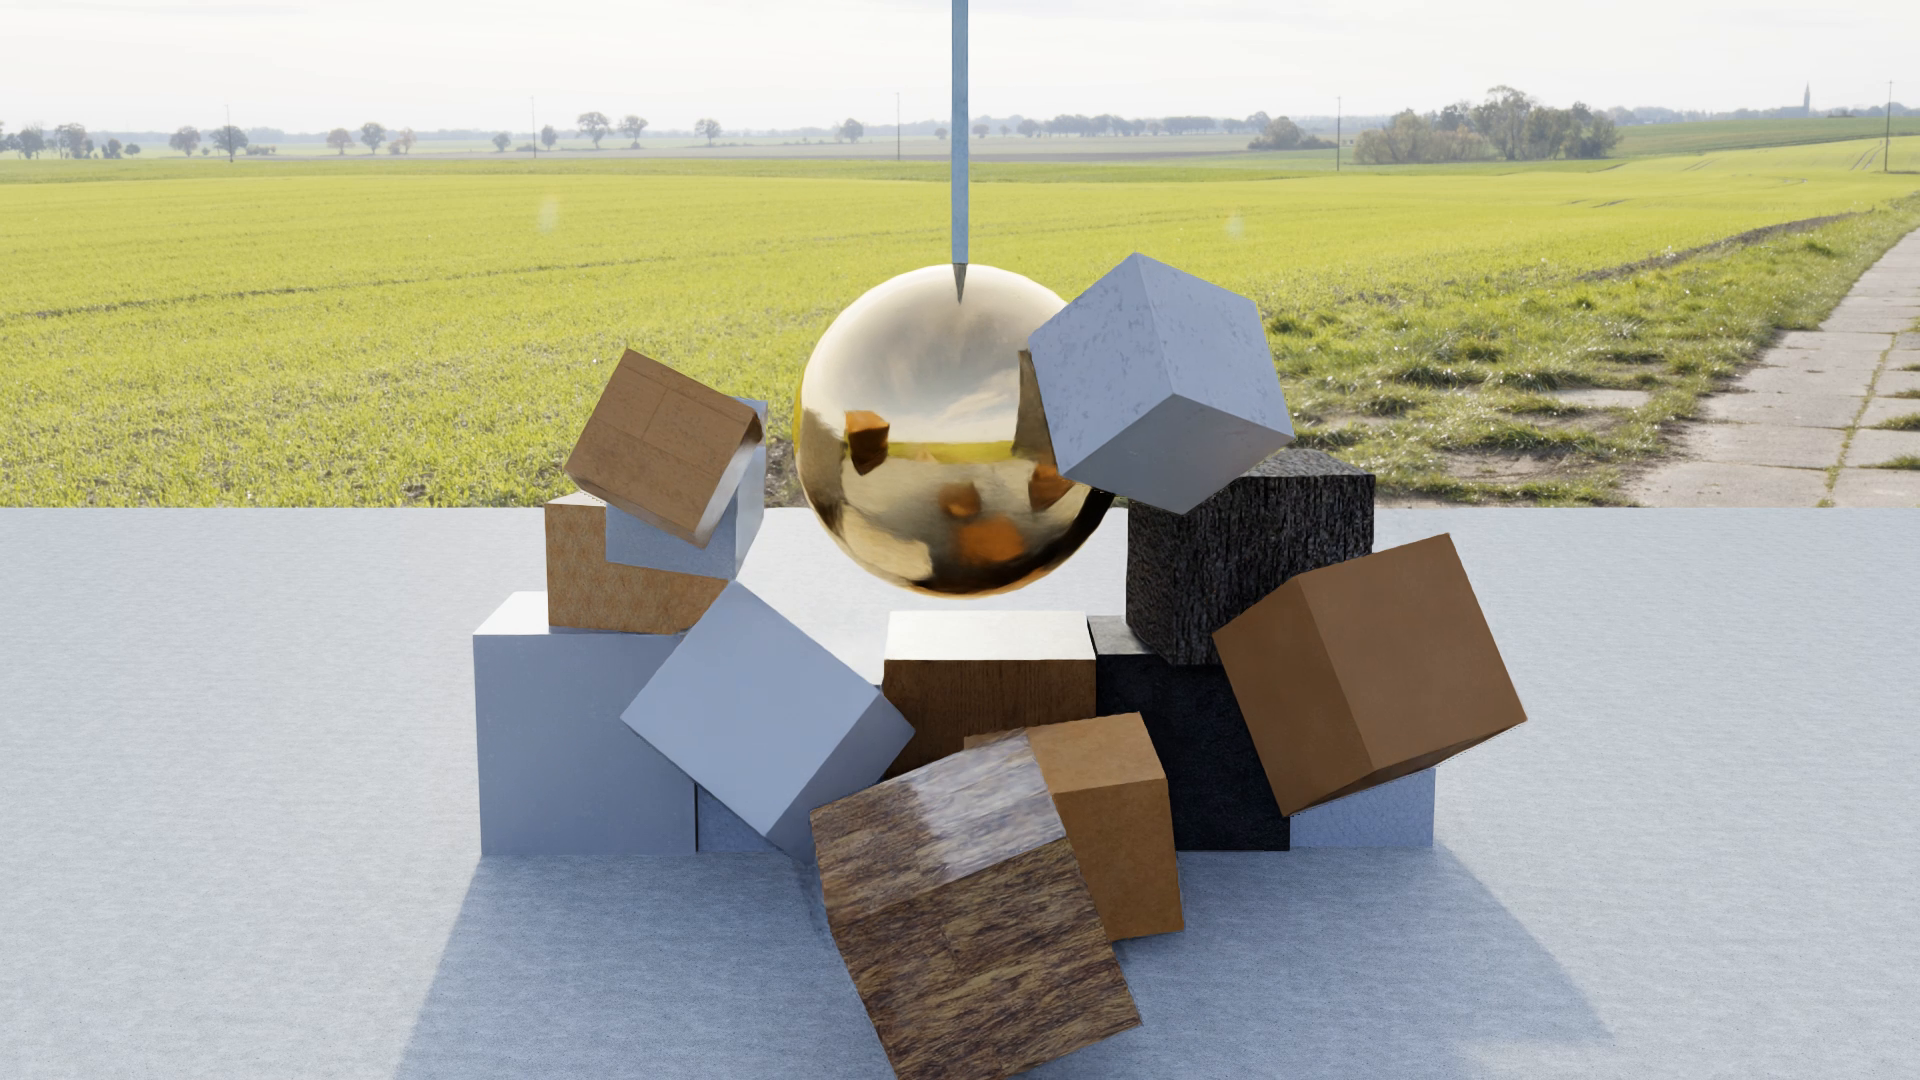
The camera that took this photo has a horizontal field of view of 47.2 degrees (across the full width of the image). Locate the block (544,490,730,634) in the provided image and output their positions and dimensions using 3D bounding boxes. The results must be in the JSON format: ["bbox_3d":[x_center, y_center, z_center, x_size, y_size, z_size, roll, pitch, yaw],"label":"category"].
[{"bbox_3d":[-1.612,0.077,11.129,0.676,0.619,0.739,3,11,18],"label":"block"}]

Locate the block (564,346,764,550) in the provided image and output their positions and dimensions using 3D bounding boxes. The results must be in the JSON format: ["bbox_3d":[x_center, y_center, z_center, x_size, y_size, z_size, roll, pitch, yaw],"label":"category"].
[{"bbox_3d":[-1.264,-0.384,9.474,0.607,0.579,0.566,26,-8,2],"label":"block"}]

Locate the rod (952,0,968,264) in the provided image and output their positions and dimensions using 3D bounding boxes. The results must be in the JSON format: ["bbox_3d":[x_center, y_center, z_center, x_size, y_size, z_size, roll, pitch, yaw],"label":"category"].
[{"bbox_3d":[0.000,-3.901,10.203,0.080,5.200,0.080,0,4,0],"label":"rod"}]

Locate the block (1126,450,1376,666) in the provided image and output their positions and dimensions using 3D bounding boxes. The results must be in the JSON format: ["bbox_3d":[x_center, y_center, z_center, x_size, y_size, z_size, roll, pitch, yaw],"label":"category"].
[{"bbox_3d":[1.431,0.064,11.018,0.987,0.908,0.945,-1,10,-9],"label":"block"}]

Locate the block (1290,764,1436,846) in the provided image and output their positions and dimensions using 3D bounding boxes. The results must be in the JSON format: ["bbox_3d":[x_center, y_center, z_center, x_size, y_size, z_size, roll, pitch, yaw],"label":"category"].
[{"bbox_3d":[2.016,1.109,11.398,0.731,0.740,0.777,0,10,0],"label":"block"}]

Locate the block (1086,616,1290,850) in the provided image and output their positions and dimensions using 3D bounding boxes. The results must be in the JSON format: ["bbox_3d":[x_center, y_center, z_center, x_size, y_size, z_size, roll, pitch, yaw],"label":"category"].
[{"bbox_3d":[1.162,0.977,11.361,0.968,1.007,0.920,0,10,0],"label":"block"}]

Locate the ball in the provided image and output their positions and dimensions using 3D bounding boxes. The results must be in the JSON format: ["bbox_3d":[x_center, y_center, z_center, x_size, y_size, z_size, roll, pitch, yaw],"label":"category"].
[{"bbox_3d":[0.000,-0.511,10.470,1.600,1.600,1.600,0,10,0],"label":"ball"}]

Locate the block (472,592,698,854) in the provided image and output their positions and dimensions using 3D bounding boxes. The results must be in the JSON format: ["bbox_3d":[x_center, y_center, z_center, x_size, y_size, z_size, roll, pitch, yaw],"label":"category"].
[{"bbox_3d":[-1.849,0.921,11.356,1.066,1.124,1.029,0,10,0],"label":"block"}]

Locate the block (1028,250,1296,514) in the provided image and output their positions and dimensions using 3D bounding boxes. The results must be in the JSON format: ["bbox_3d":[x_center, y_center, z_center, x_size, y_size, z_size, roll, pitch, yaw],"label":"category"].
[{"bbox_3d":[0.873,-0.671,9.623,0.772,0.735,0.692,16,-39,-39],"label":"block"}]

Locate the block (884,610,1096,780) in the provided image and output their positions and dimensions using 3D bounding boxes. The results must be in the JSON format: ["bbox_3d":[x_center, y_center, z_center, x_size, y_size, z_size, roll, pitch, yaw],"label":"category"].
[{"bbox_3d":[0.146,0.977,11.377,1.033,1.007,1.126,0,10,0],"label":"block"}]

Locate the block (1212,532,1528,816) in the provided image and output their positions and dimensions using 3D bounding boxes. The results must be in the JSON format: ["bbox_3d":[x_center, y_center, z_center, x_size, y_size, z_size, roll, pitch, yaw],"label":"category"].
[{"bbox_3d":[1.742,0.585,9.462,0.791,0.857,0.817,-14,-14,-24],"label":"block"}]

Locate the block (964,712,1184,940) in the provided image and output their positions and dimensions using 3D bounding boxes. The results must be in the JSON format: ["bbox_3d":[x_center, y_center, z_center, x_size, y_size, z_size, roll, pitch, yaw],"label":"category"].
[{"bbox_3d":[0.495,1.307,9.902,0.829,0.716,0.857,-8,15,-1],"label":"block"}]

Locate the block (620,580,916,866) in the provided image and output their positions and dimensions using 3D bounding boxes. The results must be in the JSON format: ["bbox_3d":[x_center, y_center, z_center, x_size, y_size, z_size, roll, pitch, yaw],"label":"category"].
[{"bbox_3d":[-0.881,0.864,10.302,0.904,0.824,0.794,36,-8,19],"label":"block"}]

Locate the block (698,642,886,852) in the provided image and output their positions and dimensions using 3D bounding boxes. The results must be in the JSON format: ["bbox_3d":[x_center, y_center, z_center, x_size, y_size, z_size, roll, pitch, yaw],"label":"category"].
[{"bbox_3d":[-0.845,1.050,11.378,0.923,0.862,0.928,0,10,0],"label":"block"}]

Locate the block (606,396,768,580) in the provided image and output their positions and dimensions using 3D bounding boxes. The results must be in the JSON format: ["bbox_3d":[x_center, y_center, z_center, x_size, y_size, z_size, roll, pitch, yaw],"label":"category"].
[{"bbox_3d":[-1.269,-0.275,10.222,0.612,0.646,0.570,8,30,5],"label":"block"}]

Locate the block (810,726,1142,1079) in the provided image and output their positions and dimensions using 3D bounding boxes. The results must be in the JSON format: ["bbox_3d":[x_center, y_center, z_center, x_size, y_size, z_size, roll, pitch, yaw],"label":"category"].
[{"bbox_3d":[0.040,1.411,8.284,0.896,0.849,0.900,-22,22,0],"label":"block"}]
